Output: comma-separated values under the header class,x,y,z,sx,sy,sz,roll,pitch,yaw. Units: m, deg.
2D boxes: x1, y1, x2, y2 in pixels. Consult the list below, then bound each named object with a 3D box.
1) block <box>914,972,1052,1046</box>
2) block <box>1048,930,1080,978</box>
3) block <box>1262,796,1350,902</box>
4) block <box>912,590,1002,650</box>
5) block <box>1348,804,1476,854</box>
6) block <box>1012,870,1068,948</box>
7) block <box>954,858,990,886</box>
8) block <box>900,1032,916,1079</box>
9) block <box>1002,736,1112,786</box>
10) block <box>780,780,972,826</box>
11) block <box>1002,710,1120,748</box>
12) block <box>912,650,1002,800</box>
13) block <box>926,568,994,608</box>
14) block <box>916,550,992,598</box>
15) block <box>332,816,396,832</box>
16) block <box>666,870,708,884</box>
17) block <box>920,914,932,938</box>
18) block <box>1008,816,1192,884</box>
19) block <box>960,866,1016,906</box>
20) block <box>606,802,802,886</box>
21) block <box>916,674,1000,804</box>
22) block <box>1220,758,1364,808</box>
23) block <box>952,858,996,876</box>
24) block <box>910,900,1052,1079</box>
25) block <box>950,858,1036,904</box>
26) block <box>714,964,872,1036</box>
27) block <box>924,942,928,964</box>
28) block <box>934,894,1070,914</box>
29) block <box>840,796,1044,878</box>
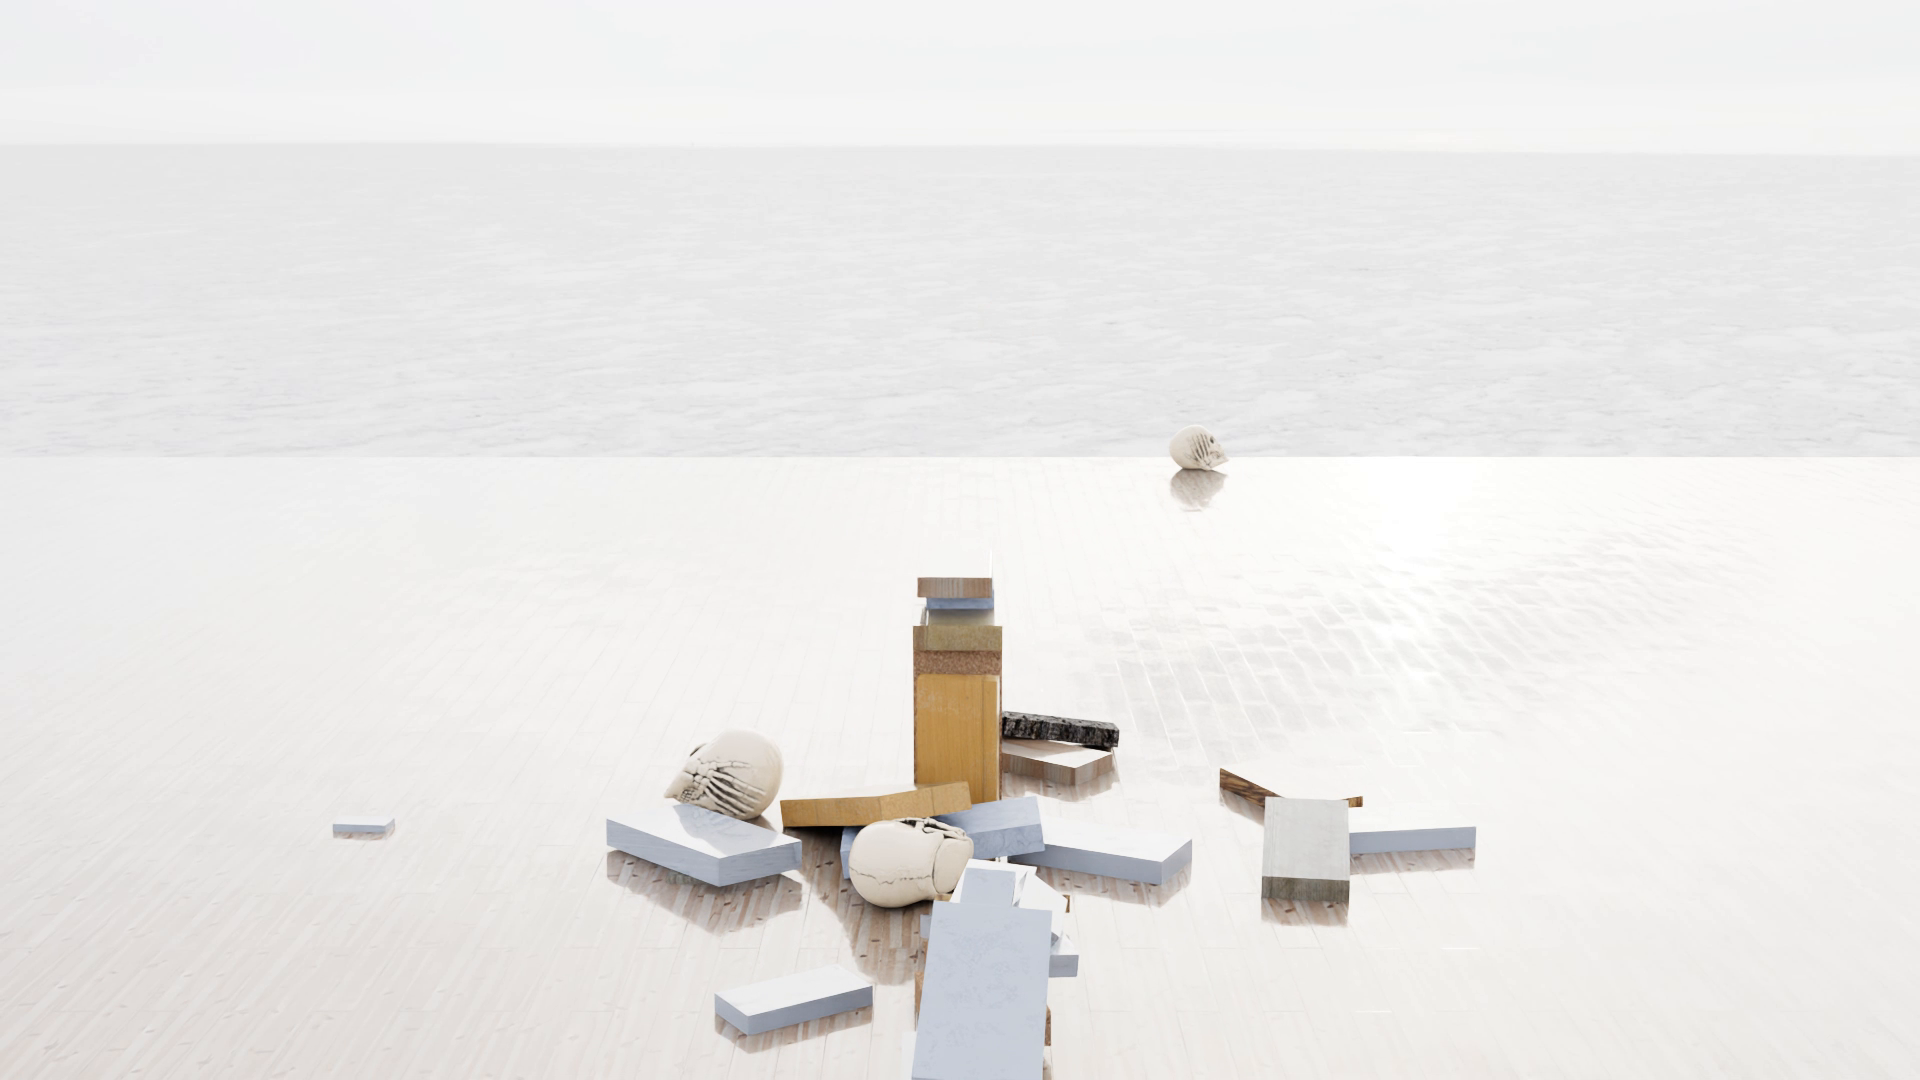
class,x,y,z,sx,sy,sz,roll,pitch,yaw
block,0.027,0.647,3.049,0.162,0.046,0.324,0,-1,-4
block,0.080,0.564,3.154,0.119,0.034,0.238,1,13,-14
block,0.592,0.527,3.765,0.144,0.041,0.289,2,20,9
block,-0.005,0.148,4.134,0.163,0.046,0.326,0,10,0
block,0.749,0.519,3.946,0.318,0.039,0.138,-2,11,-9
block,0.113,0.525,3.134,0.072,0.021,0.145,37,13,-1
block,0.021,0.561,3.719,0.049,0.014,0.098,-7,20,8
block,0.004,0.721,2.838,0.162,0.046,0.324,0,11,-1
block,0.161,0.436,4.397,0.257,0.036,0.128,8,13,37
block,-0.155,0.468,3.893,0.172,0.049,0.402,-6,-4,-30
block,0.194,0.387,4.526,0.256,0.036,0.128,7,2,-2
block,-0.004,0.352,4.056,0.163,0.326,0.046,0,12,0
block,0.001,0.088,4.236,0.128,0.036,0.257,0,10,0
block,-0.007,0.063,4.163,0.138,0.039,0.275,0,10,1
block,-1.088,0.519,4.014,0.099,0.014,0.050,1,11,6
block,-0.444,0.570,3.737,0.099,0.014,0.049,1,11,5
block,0.022,0.592,3.345,0.119,0.034,0.238,1,-7,-13
block,0.244,0.538,3.834,0.289,0.041,0.144,5,12,26
block,0.035,0.519,3.090,0.072,0.021,0.145,4,35,6
block,-0.448,0.526,3.822,0.172,0.049,0.344,-6,10,-41
block,-0.003,0.388,3.965,0.144,0.289,0.041,1,11,6
block,0.626,0.476,4.175,0.138,0.039,0.275,-5,12,-26
block,0.024,0.559,3.797,0.049,0.014,0.098,3,11,17
block,0.032,0.604,2.870,0.162,0.046,0.324,4,33,3
block,0.047,0.519,3.202,0.103,0.029,0.205,6,12,8
block,-0.241,0.665,3.187,0.205,0.029,0.103,-7,13,-33
block,0.033,0.615,3.242,0.119,0.034,0.238,1,-7,-15
block,0.068,0.576,3.485,0.103,0.029,0.205,-5,-9,44
block,-0.030,0.513,3.808,0.344,0.049,0.172,-8,9,1
